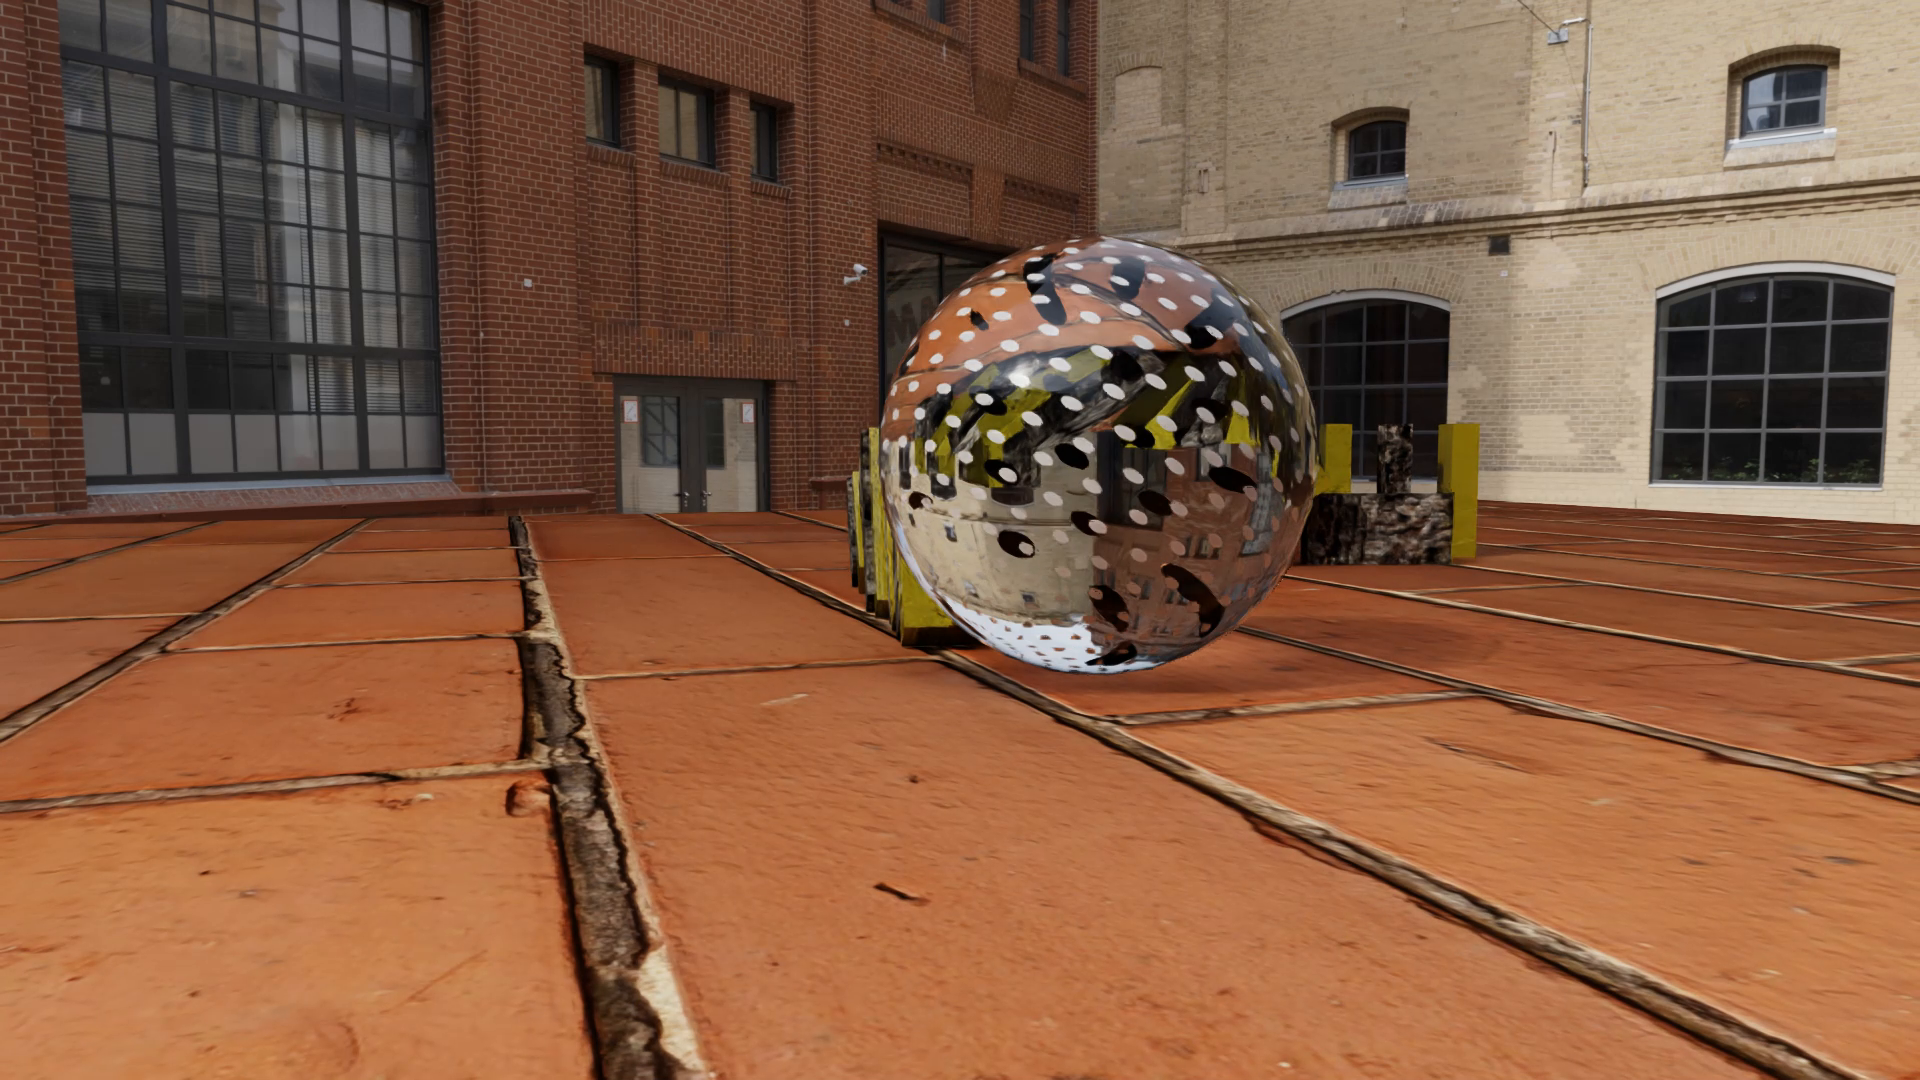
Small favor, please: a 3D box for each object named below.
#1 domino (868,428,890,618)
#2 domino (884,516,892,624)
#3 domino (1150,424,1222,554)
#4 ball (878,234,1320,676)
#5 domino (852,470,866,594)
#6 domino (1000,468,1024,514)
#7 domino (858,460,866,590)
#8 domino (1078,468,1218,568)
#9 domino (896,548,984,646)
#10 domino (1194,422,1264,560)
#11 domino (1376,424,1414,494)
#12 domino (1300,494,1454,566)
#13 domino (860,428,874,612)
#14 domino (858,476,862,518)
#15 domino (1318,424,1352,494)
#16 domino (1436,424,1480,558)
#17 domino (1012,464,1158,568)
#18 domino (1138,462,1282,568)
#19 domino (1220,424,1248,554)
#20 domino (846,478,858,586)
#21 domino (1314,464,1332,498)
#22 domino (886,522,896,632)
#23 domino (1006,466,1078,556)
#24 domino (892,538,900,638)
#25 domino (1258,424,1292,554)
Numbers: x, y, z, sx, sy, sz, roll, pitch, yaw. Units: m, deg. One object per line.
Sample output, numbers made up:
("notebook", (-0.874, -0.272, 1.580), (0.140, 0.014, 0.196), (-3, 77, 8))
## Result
("domino", (-0.010, -0.005, 0.324), (0.025, 0.050, 0.009), (-1, -30, -7))
("domino", (-0.006, -0.004, 0.313), (0.025, 0.050, 0.010), (-1, -30, -7))
("domino", (0.087, -0.020, 0.496), (0.025, 0.050, 0.009), (-1, 4, -13))
("ball", (0.025, -0.015, 0.237), (0.080, 0.080, 0.080), (0, 4, 0))
("domino", (-0.019, -0.003, 0.383), (0.025, 0.009, 0.050), (-1, 36, -7))
("domino", (0.000, -0.008, 0.445), (0.025, 0.010, 0.050), (2, 35, 31))
("domino", (-0.014, -0.005, 0.349), (0.025, 0.050, 0.010), (-1, -38, -7))
("domino", (0.065, -0.008, 0.452), (0.050, 0.009, 0.025), (-30, 2, 5))
("domino", (-0.001, -0.002, 0.279), (0.025, 0.050, 0.010), (-1, -29, -7))
("domino", (0.100, -0.018, 0.475), (0.025, 0.050, 0.010), (-3, 5, -31))
("domino", (0.167, -0.020, 0.495), (0.009, 0.050, 0.025), (1, 4, 11))
("domino", (0.147, -0.004, 0.453), (0.050, 0.025, 0.009), (0, 4, 2))
("domino", (-0.013, -0.006, 0.335), (0.025, 0.050, 0.010), (-1, -30, -7))
("domino", (-0.015, -0.004, 0.366), (0.025, 0.010, 0.050), (-1, 41, -7))
("domino", (0.146, -0.020, 0.499), (0.010, 0.050, 0.025), (1, 4, 10))
("domino", (0.190, -0.019, 0.491), (0.010, 0.050, 0.025), (1, 4, 9))
("domino", (0.044, -0.009, 0.456), (0.050, 0.009, 0.025), (-33, 8, -5))
("domino", (0.087, -0.009, 0.450), (0.050, 0.009, 0.025), (-34, 2, 5))
("domino", (0.103, -0.020, 0.505), (0.009, 0.050, 0.025), (-1, 4, -13))
("domino", (-0.022, -0.003, 0.402), (0.025, 0.010, 0.050), (-1, 32, -7))
("domino", (0.104, -0.010, 0.449), (0.050, 0.010, 0.025), (-35, 2, 7))
("domino", (-0.004, -0.003, 0.301), (0.025, 0.050, 0.010), (-1, -29, -7))
("domino", (0.017, -0.009, 0.458), (0.025, 0.009, 0.050), (3, 37, 43))
("domino", (-0.003, -0.003, 0.290), (0.025, 0.050, 0.009), (-1, -29, -7))
("domino", (0.124, -0.020, 0.503), (0.009, 0.050, 0.025), (1, 4, 7))
